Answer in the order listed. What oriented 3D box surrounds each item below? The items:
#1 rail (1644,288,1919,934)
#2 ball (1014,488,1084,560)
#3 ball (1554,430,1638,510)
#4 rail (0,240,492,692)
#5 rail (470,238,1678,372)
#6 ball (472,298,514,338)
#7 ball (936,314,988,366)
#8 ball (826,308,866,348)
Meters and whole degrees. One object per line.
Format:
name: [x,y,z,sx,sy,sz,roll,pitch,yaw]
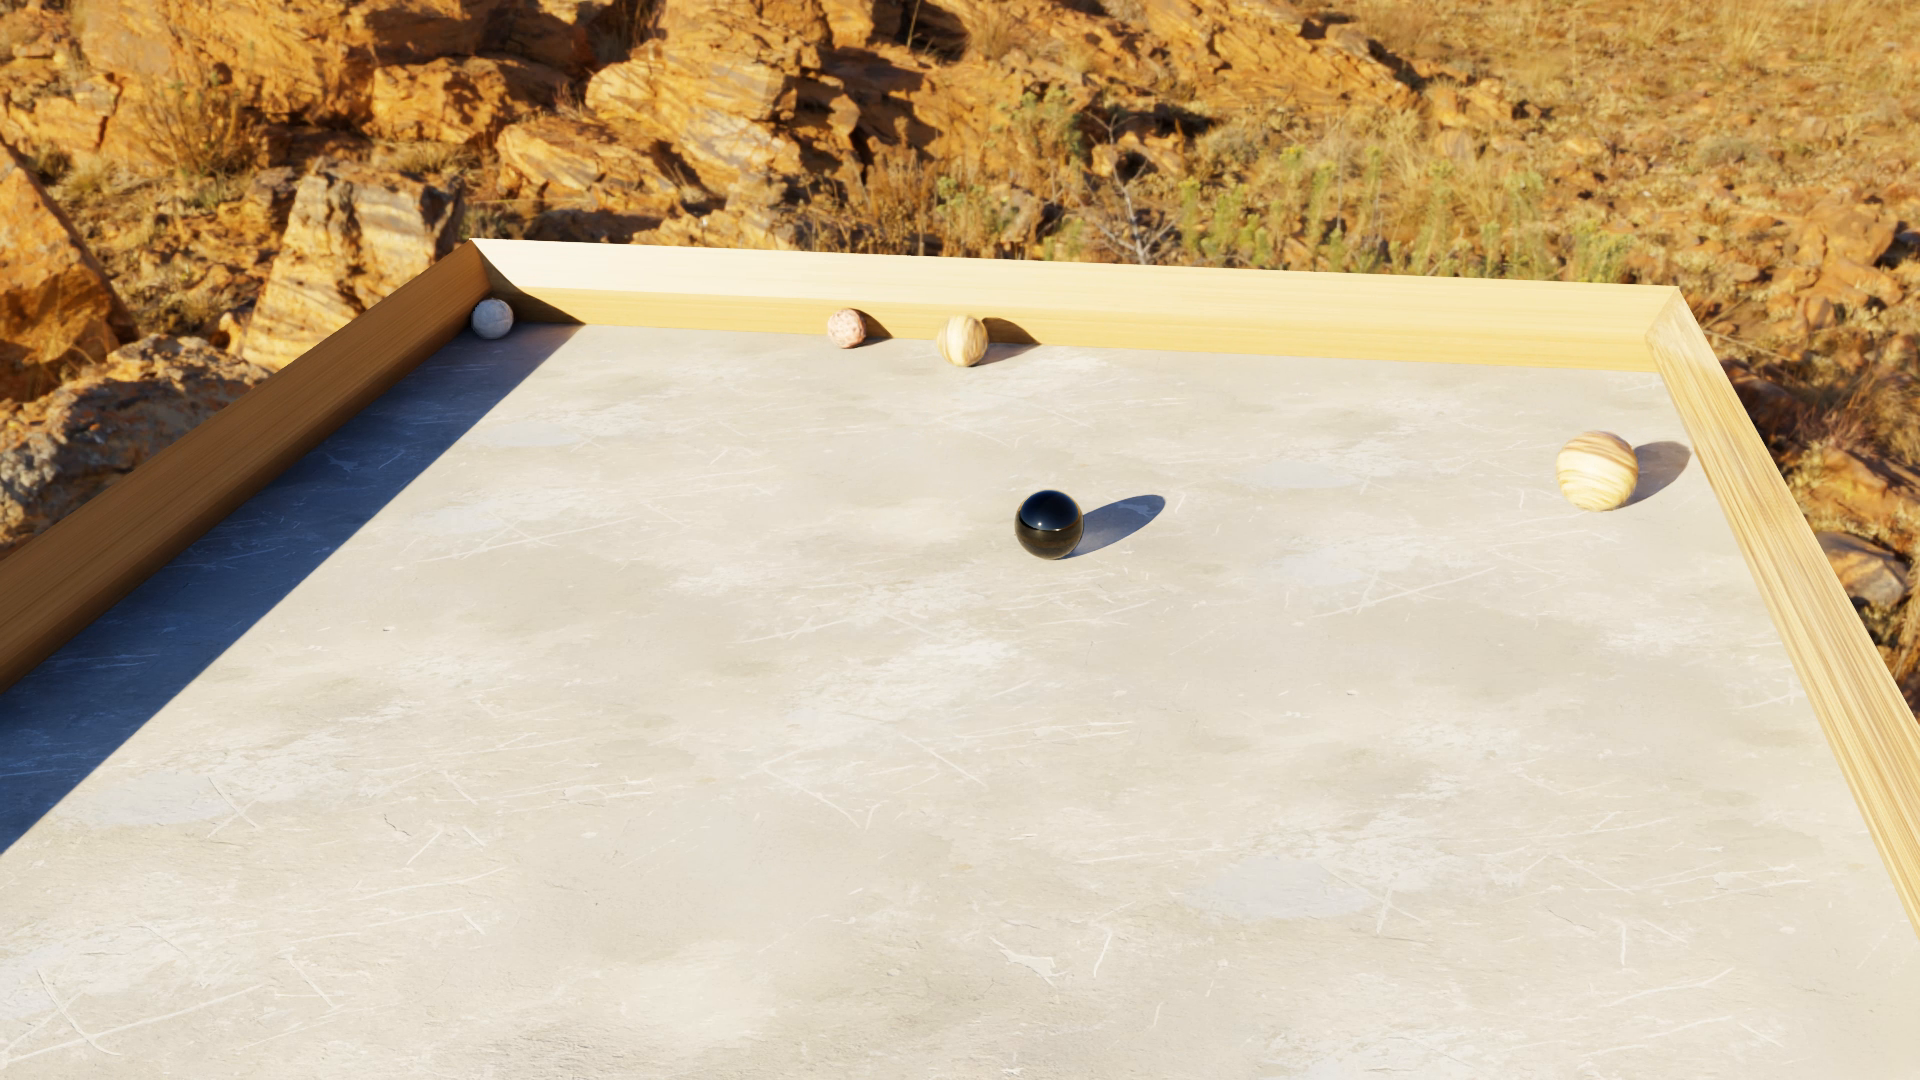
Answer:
rail: [0.720,0.344,1.525,0.045,0.125,3.470,3,22,8]
ball: [0.101,-0.018,2.482,0.080,0.080,0.080,0,22,0]
ball: [0.758,-0.083,2.621,0.096,0.096,0.096,0,22,0]
rail: [-0.986,0.245,1.770,0.045,0.125,3.470,3,22,8]
rail: [0.129,-0.340,3.215,1.774,0.125,0.045,3,22,8]
ball: [-0.697,-0.330,3.280,0.060,0.060,0.060,0,22,0]
ball: [0.004,-0.286,3.151,0.075,0.075,0.075,0,22,0]
ball: [-0.167,-0.311,3.237,0.058,0.058,0.058,0,22,0]
